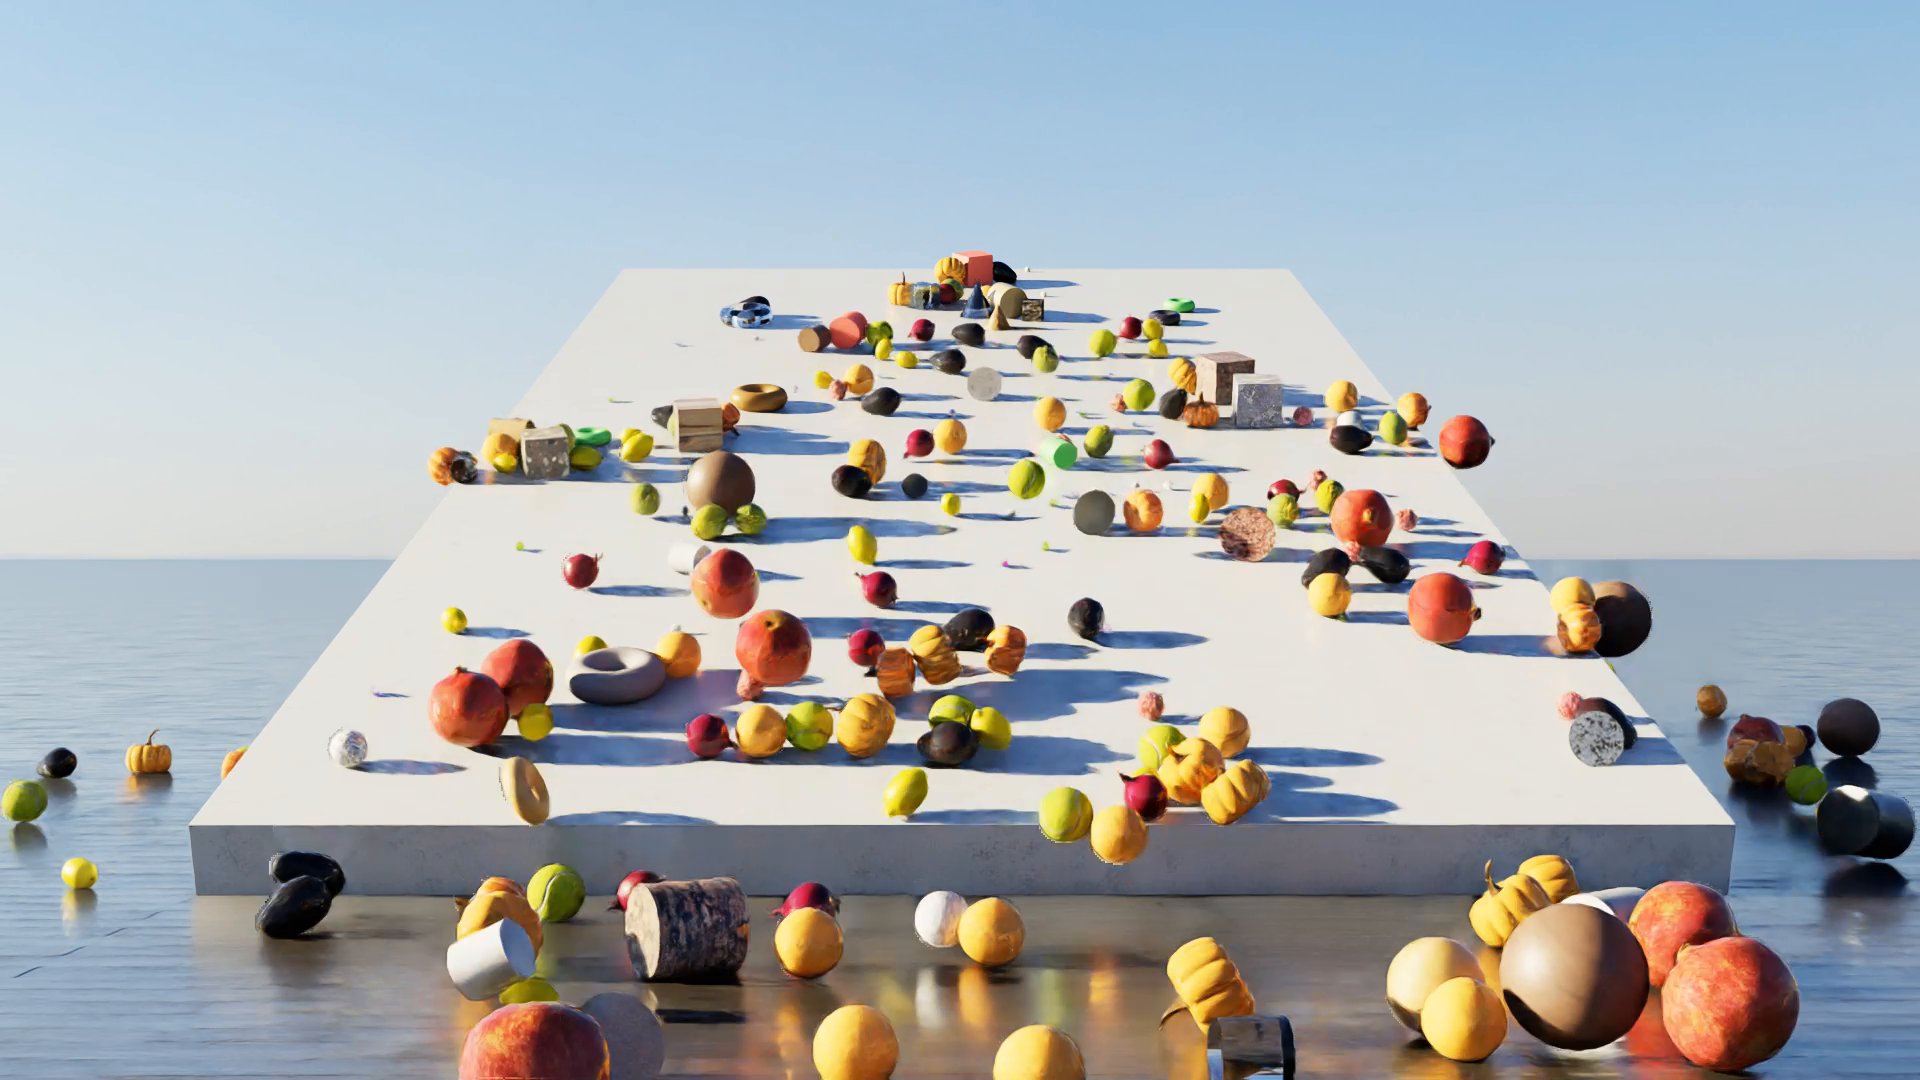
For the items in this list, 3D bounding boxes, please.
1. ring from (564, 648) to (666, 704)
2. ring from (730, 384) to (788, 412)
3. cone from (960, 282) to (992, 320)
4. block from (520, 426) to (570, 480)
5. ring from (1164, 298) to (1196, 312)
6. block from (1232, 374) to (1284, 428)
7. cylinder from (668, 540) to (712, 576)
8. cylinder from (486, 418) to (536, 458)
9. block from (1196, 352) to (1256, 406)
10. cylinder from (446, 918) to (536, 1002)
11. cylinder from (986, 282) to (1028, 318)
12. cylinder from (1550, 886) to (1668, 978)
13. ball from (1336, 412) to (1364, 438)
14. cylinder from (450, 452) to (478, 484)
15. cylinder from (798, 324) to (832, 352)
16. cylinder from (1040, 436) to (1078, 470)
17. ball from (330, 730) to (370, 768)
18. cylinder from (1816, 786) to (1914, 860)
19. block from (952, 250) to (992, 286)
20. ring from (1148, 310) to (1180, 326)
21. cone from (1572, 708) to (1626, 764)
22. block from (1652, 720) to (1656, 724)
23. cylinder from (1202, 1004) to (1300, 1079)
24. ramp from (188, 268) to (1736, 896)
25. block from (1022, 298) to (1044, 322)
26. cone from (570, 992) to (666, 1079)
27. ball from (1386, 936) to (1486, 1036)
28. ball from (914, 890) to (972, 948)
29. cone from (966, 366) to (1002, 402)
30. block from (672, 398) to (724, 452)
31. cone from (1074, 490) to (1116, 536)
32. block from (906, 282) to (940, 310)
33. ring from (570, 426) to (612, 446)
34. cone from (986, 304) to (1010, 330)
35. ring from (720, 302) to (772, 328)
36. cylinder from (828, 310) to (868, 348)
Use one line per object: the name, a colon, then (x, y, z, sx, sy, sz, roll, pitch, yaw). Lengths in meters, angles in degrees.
ring: (-0.515, 0.202, 3.325, 0.150, 0.050, 0.150, -1, 18, 0)
ring: (-0.454, -0.322, 5.028, 0.130, 0.043, 0.130, 1, 18, 0)
cone: (0.048, -0.651, 6.004, 0.095, 0.095, 0.095, 0, 17, 0)
block: (-0.835, -0.174, 4.478, 0.084, 0.084, 0.084, -5, 18, -16)
ring: (0.600, -0.643, 6.091, 0.087, 0.029, 0.087, 1, 16, 0)
block: (0.653, -0.306, 4.888, 0.098, 0.098, 0.098, 0, 17, 1)
cylinder: (-0.467, 0.032, 3.862, 0.055, 0.055, 0.055, 10, 5, 30)
cylinder: (-0.928, -0.212, 4.608, 0.079, 0.079, 0.079, 3, 0, 9)
block: (0.606, -0.371, 5.094, 0.099, 0.099, 0.099, -7, 18, -21)
cylinder: (-0.450, 0.404, 2.141, 0.060, 0.060, 0.060, -27, -6, 12)
cylinder: (0.127, -0.647, 6.008, 0.084, 0.084, 0.084, 0, 16, -25)
cylinder: (0.691, 0.417, 2.367, 0.087, 0.087, 0.087, 0, 0, -40)
ball: (0.835, -0.246, 4.759, 0.060, 0.060, 0.060, 0, 0, 0)
cylinder: (-0.988, -0.144, 4.434, 0.053, 0.053, 0.053, 0, 17, -12)
cylinder: (-0.365, -0.507, 5.591, 0.062, 0.062, 0.062, 0, 15, 28)
cylinder: (0.201, -0.178, 4.542, 0.057, 0.057, 0.057, 0, 15, -30)
ball: (-0.837, 0.285, 3.052, 0.052, 0.052, 0.052, 0, 0, 0)
cylinder: (1.305, 0.408, 3.207, 0.096, 0.096, 0.096, 13, -9, -37)
block: (0.037, -0.790, 6.469, 0.085, 0.085, 0.085, -11, 20, -31)
ring: (0.545, -0.593, 5.928, 0.088, 0.029, 0.088, 0, 19, 0)
cone: (0.875, 0.280, 3.103, 0.077, 0.077, 0.077, 0, -16, -7)
block: (1.544, 0.443, 5.049, 0.065, 0.065, 0.065, 0, 0, 19)
cylinder: (0.242, 0.427, 1.854, 0.060, 0.060, 0.060, -22, 7, -18)
ramp: (-0.003, -0.177, 4.801, 2.000, 0.100, 4.000, 0, 17, 0)
block: (0.196, -0.615, 5.960, 0.053, 0.053, 0.053, 3, 17, 9)
cone: (-0.309, 0.438, 1.881, 0.087, 0.087, 0.087, 0, -27, -39)
ball: (0.441, 0.413, 2.061, 0.091, 0.091, 0.091, 0, 0, 0)
ball: (-0.019, 0.420, 2.463, 0.063, 0.063, 0.063, 0, 0, 0)
cone: (0.061, -0.350, 5.130, 0.082, 0.082, 0.082, 0, -10, 8)
block: (-0.552, -0.243, 4.690, 0.091, 0.091, 0.091, -4, 18, -13)
cone: (0.267, -0.042, 4.134, 0.085, 0.085, 0.085, 0, -12, 28)
block: (-0.102, -0.671, 6.118, 0.064, 0.064, 0.064, 14, 22, 37)
ring: (-0.782, -0.219, 4.718, 0.087, 0.029, 0.087, 1, 16, 0)
cone: (0.100, -0.591, 5.854, 0.068, 0.068, 0.068, 0, 17, 0)
ring: (-0.568, -0.597, 5.906, 0.143, 0.048, 0.143, -1, 18, 0)
cylinder: (-0.282, -0.533, 5.643, 0.082, 0.082, 0.082, 0, 17, 17)
